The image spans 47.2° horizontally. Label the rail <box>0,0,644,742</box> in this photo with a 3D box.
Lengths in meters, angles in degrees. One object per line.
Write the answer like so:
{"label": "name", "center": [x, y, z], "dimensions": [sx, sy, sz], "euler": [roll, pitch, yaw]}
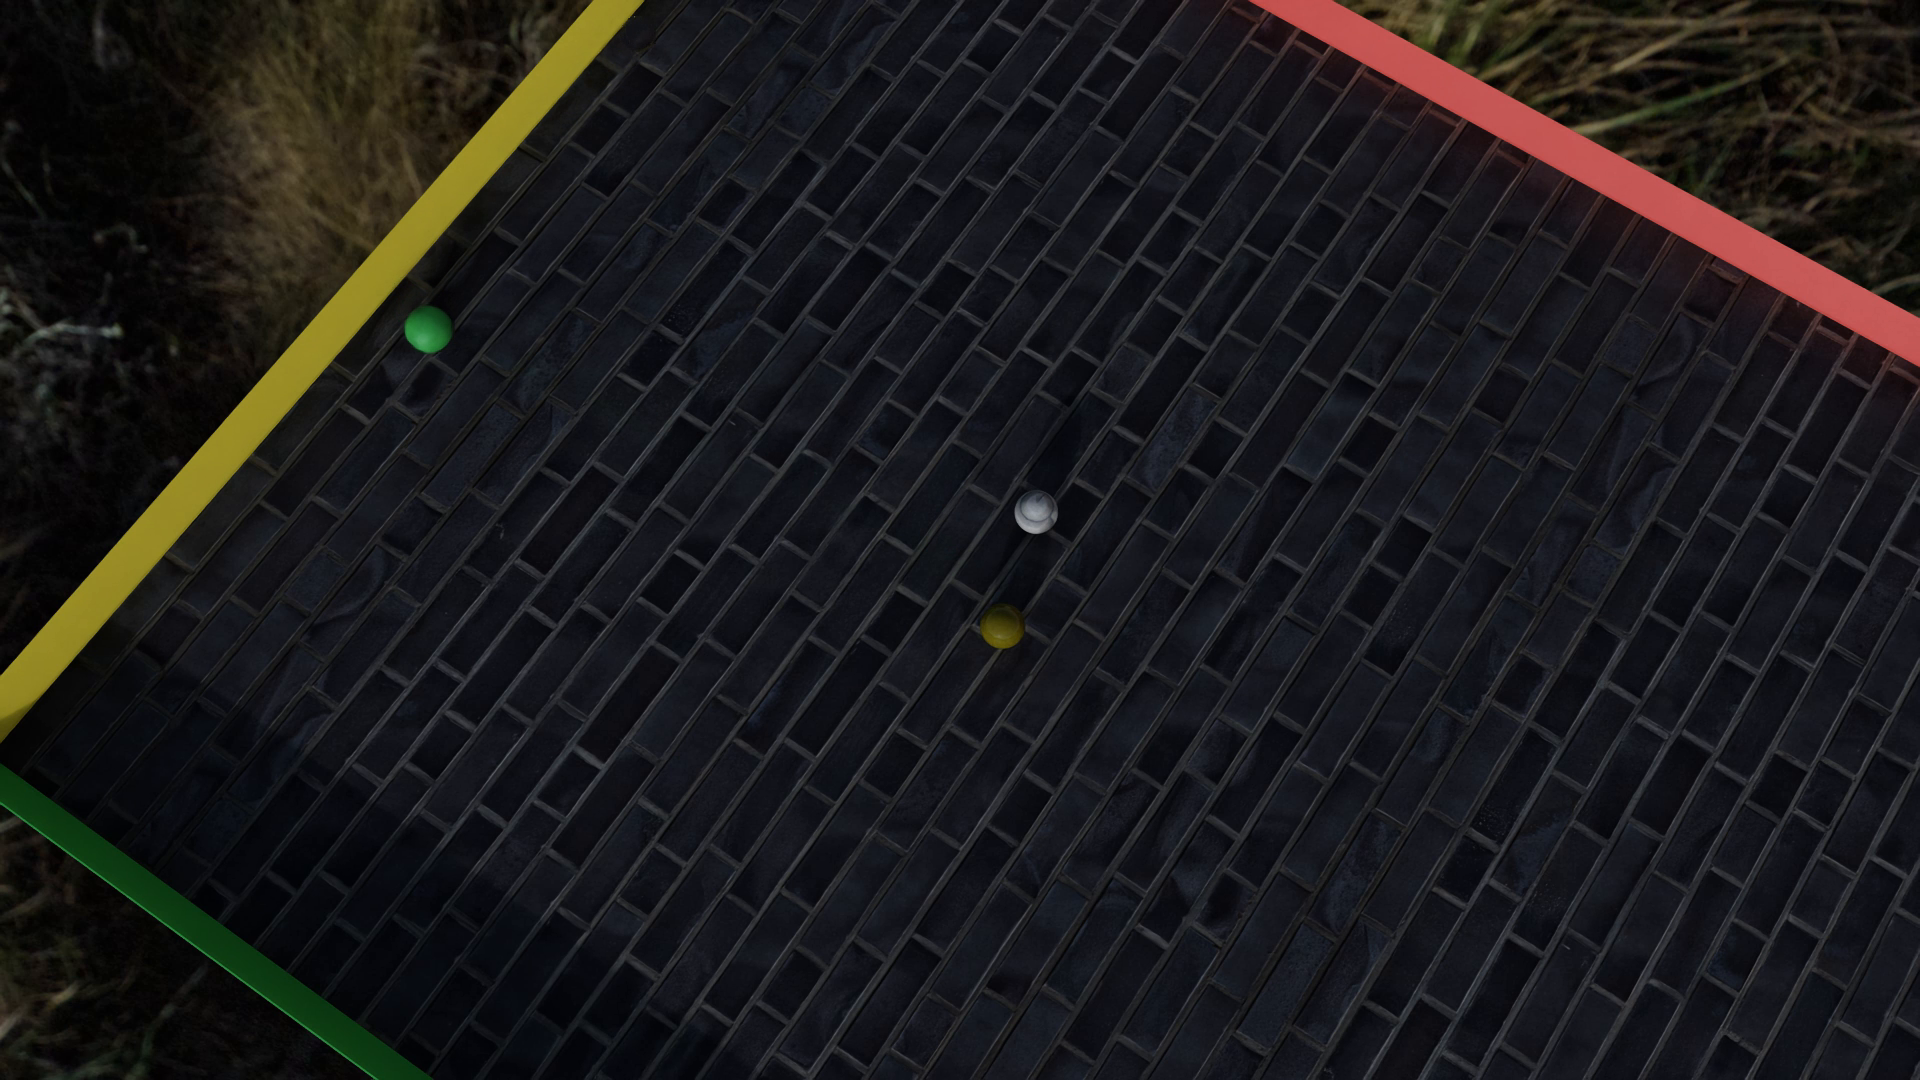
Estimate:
{"label": "rail", "center": [-0.865, -0.548, 3.683], "dimensions": [0.045, 0.101, 2.330], "euler": [32, 72, 12]}

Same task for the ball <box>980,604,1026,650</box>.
{"label": "ball", "center": [0.067, 0.134, 3.428], "dimensions": [0.071, 0.071, 0.071], "euler": [0, 68, 0]}

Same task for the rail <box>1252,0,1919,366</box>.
{"label": "rail", "center": [1.522, -0.333, 3.597], "dimensions": [4.268, 0.101, 0.045], "euler": [32, 72, 12]}

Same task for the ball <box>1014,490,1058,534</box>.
{"label": "ball", "center": [0.121, -0.044, 3.500], "dimensions": [0.070, 0.070, 0.070], "euler": [0, 68, 0]}

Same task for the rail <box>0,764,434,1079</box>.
{"label": "rail", "center": [0.248, 1.426, 2.895], "dimensions": [4.268, 0.101, 0.045], "euler": [32, 72, 12]}

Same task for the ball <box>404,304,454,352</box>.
{"label": "ball", "center": [-0.873, -0.348, 3.617], "dimensions": [0.078, 0.078, 0.078], "euler": [0, 68, 0]}

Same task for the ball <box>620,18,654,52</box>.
{"label": "ball", "center": [-0.563, -0.883, 3.841], "dimensions": [0.058, 0.058, 0.058], "euler": [0, 68, 0]}
